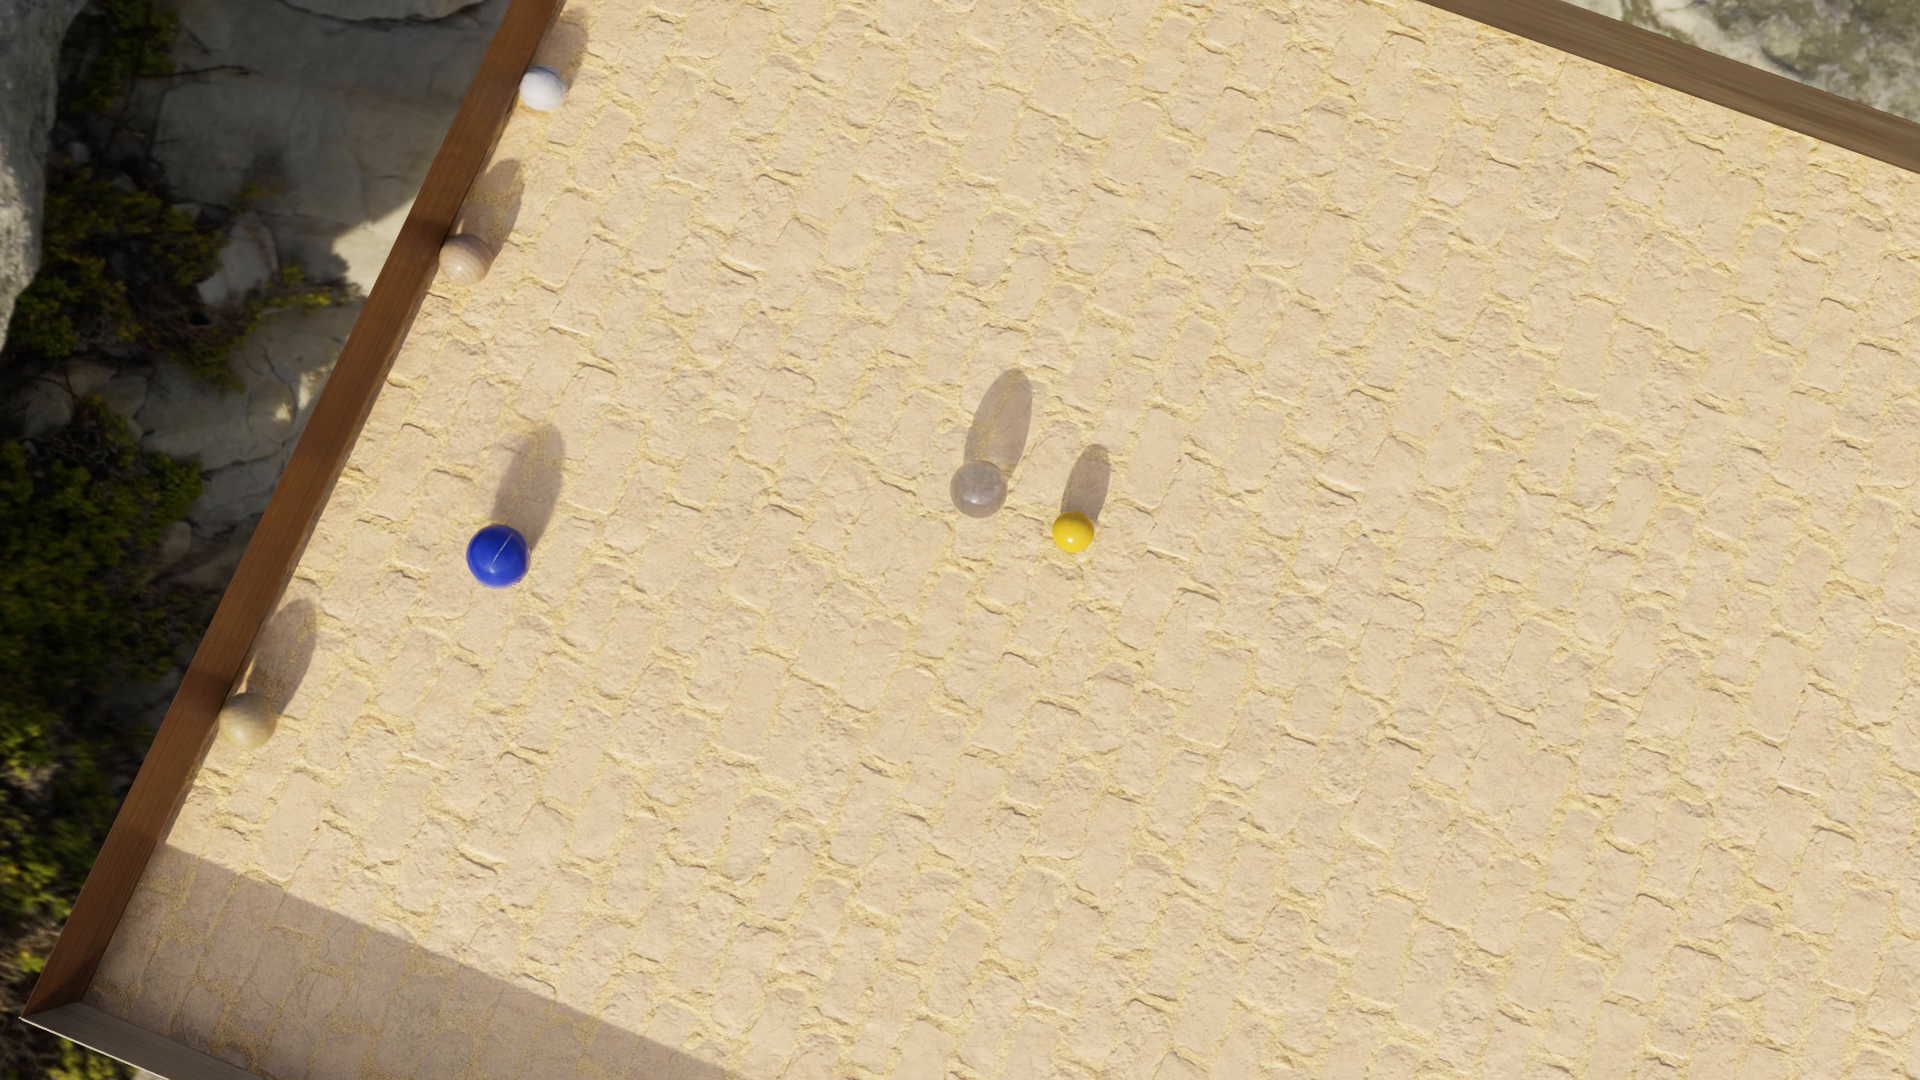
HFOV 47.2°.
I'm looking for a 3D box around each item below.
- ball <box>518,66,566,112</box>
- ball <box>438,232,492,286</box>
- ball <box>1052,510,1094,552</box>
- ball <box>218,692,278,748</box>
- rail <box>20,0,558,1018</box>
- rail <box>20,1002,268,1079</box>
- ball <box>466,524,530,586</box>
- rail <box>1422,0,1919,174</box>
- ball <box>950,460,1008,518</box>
[{"bbox_3d":[-0.669,-0.723,3.520,0.073,0.073,0.073,0,76,0],"label":"ball"},{"bbox_3d":[-0.774,-0.440,3.444,0.081,0.081,0.081,0,76,0],"label":"ball"},{"bbox_3d":[0.172,-0.013,3.343,0.065,0.065,0.065,0,76,0],"label":"ball"},{"bbox_3d":[-1.056,0.267,3.262,0.084,0.084,0.084,0,76,0],"label":"ball"},{"bbox_3d":[-0.881,-0.338,3.395,0.045,0.123,2.283,21,77,5],"label":"rail"},{"bbox_3d":[0.498,1.344,2.966,3.875,0.123,0.045,21,77,5],"label":"rail"},{"bbox_3d":[-0.698,0.023,3.319,0.095,0.095,0.095,0,76,0],"label":"ball"},{"bbox_3d":[1.308,-0.675,3.481,3.875,0.123,0.045,21,77,5],"label":"rail"},{"bbox_3d":[0.029,-0.077,3.347,0.090,0.090,0.090,0,76,0],"label":"ball"}]
